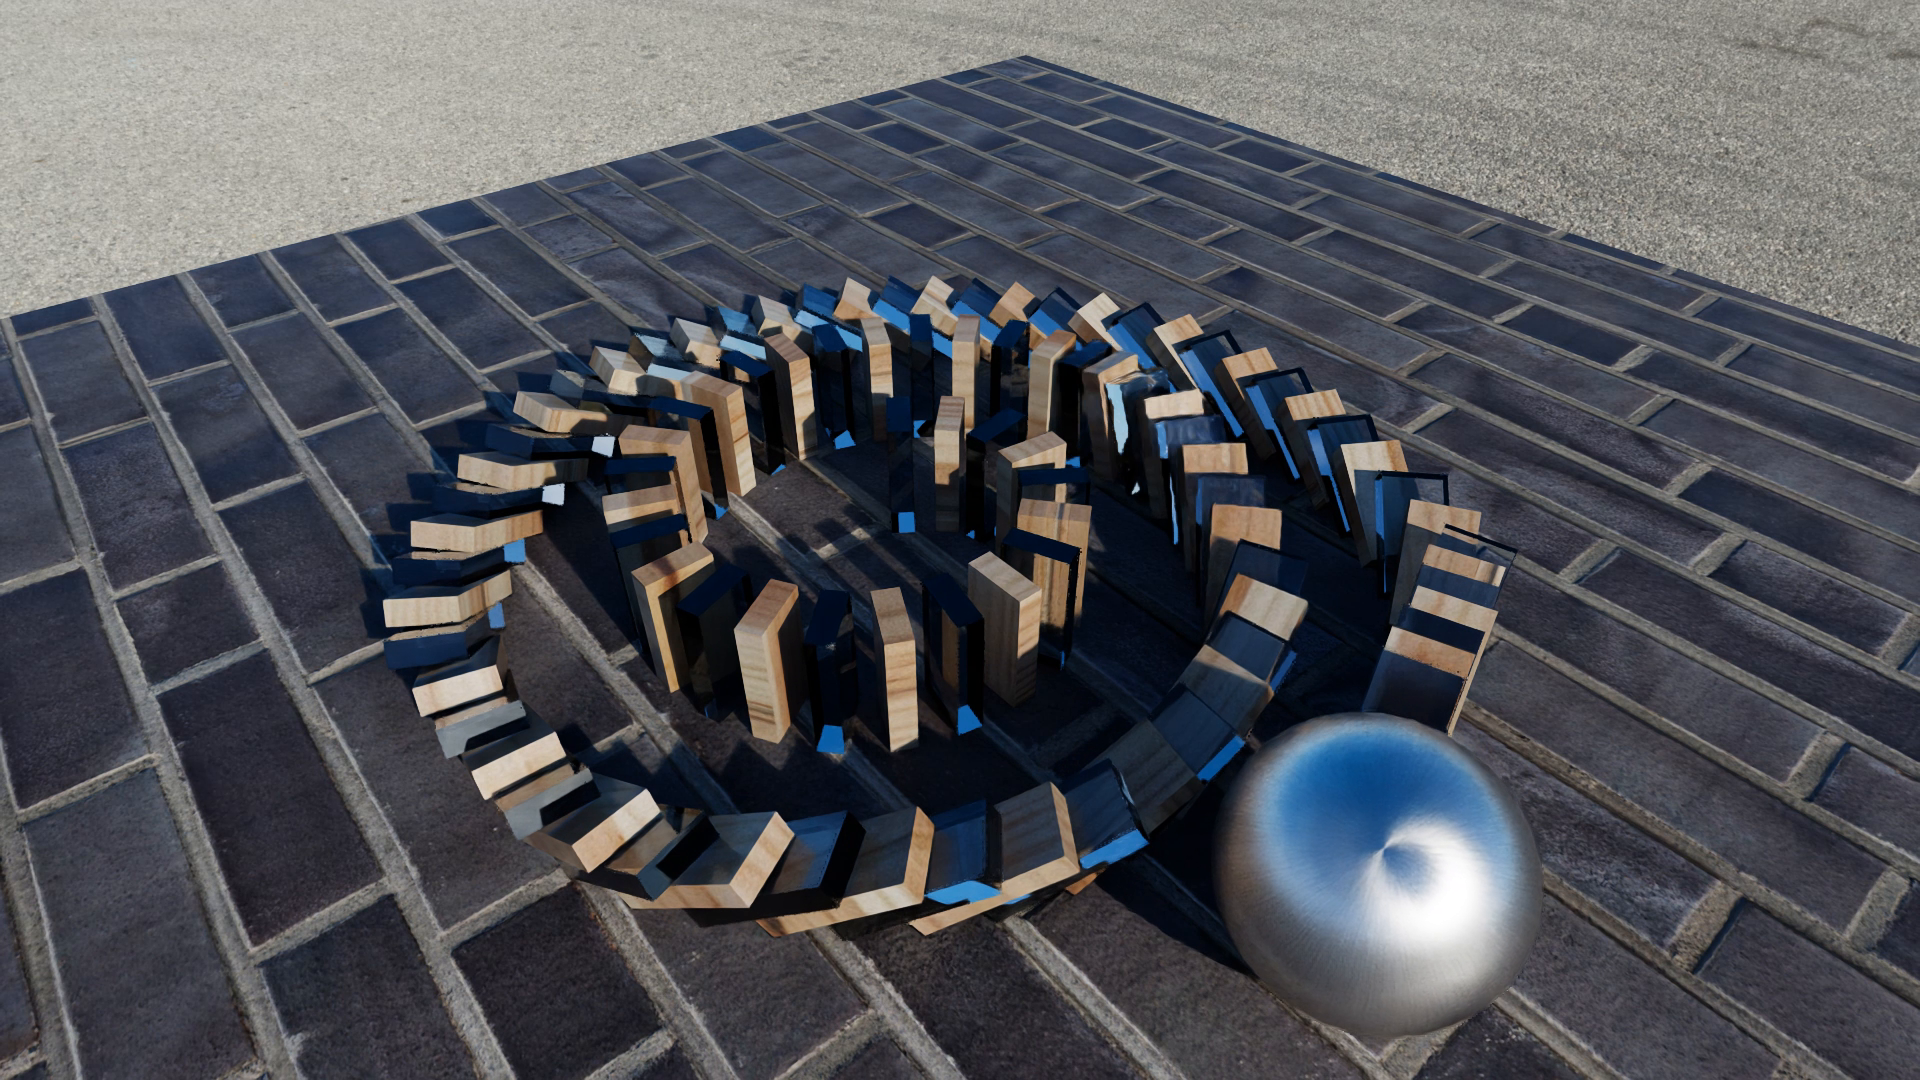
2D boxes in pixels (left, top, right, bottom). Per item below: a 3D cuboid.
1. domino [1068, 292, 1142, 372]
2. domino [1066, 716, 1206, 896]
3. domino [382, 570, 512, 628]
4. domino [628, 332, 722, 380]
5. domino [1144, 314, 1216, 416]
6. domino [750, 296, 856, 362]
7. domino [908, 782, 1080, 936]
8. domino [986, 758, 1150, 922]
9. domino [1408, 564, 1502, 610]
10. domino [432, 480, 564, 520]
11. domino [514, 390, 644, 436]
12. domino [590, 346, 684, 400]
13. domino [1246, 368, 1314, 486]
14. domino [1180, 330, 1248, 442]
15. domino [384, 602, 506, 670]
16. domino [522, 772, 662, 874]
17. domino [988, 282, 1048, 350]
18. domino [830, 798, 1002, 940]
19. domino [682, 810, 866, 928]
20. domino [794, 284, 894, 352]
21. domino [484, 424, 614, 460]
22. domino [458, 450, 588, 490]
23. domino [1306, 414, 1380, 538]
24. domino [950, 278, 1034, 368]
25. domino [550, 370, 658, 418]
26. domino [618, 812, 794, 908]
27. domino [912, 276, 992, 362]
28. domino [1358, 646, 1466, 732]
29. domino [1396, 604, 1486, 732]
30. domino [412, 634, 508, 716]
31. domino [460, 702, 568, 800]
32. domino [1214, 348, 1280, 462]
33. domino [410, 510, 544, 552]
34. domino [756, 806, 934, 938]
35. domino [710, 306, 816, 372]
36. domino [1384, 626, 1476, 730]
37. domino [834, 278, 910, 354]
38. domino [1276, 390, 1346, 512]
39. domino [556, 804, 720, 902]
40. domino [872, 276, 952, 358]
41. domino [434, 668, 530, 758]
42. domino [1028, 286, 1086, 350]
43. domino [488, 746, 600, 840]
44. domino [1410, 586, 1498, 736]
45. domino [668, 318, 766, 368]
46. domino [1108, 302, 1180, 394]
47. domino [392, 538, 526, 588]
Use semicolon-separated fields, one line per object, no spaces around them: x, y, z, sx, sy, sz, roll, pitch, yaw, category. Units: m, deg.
0.080;-0.097;0.543;0.050;0.009;0.025;46;51;4;domino
0.045;0.079;0.328;0.050;0.010;0.025;-40;46;1;domino
-0.185;0.021;0.399;0.025;0.009;0.050;-3;9;-3;domino
-0.131;-0.085;0.528;0.050;0.009;0.025;7;27;-43;domino
0.113;-0.082;0.525;0.025;0.010;0.050;-25;76;-28;domino
-0.079;-0.105;0.553;0.050;0.010;0.025;16;31;-30;domino
0.008;0.091;0.313;0.050;0.009;0.025;-27;38;15;domino
0.027;0.087;0.318;0.050;0.010;0.025;-31;40;11;domino
0.161;0.036;0.371;0.025;0.050;0.010;19;6;23;domino
-0.186;-0.018;0.447;0.025;0.010;0.050;10;10;12;domino
-0.170;-0.056;0.493;0.025;0.010;0.050;27;16;29;domino
-0.146;-0.077;0.519;0.050;0.010;0.025;6;27;-44;domino
0.149;-0.051;0.487;0.025;0.009;0.050;-13;71;-16;domino
0.126;-0.072;0.513;0.025;0.010;0.050;-21;74;-24;domino
-0.179;0.033;0.384;0.025;0.010;0.050;-7;9;-8;domino
-0.111;0.082;0.325;0.050;0.010;0.025;-3;27;49;domino
0.041;-0.107;0.555;0.050;0.009;0.025;37;45;-3;domino
-0.012;0.093;0.311;0.050;0.010;0.025;-23;35;20;domino
-0.053;0.093;0.311;0.050;0.010;0.025;-18;31;28;domino
-0.059;-0.111;0.559;0.050;0.009;0.025;22;33;-23;domino
-0.177;-0.043;0.477;0.025;0.010;0.050;17;12;20;domino
-0.182;-0.030;0.462;0.025;0.010;0.050;13;11;15;domino
0.165;-0.027;0.458;0.025;0.010;0.050;-7;70;-8;domino
0.022;-0.110;0.559;0.050;0.010;0.025;35;43;-5;domino
-0.159;-0.067;0.506;0.025;0.010;0.050;32;18;33;domino
-0.073;0.091;0.313;0.050;0.009;0.025;-14;29;35;domino
0.002;-0.112;0.562;0.050;0.010;0.025;32;40;-9;domino
0.134;0.061;0.340;0.025;0.050;0.010;20;6;23;domino
0.148;0.049;0.356;0.025;0.050;0.010;21;6;23;domino
-0.167;0.045;0.370;0.025;0.010;0.050;-16;12;-19;domino
-0.142;0.065;0.345;0.025;0.010;0.050;-25;16;-27;domino
0.138;-0.062;0.500;0.025;0.010;0.050;-17;72;-20;domino
-0.188;-0.005;0.431;0.025;0.010;0.050;5;10;7;domino
-0.032;0.094;0.310;0.050;0.010;0.025;-21;33;23;domino
-0.097;-0.100;0.546;0.050;0.009;0.025;13;30;-34;domino
0.141;0.055;0.348;0.025;0.050;0.010;20;6;23;domino
-0.039;-0.113;0.563;0.050;0.010;0.025;26;36;-17;domino
0.157;-0.039;0.472;0.025;0.009;0.050;-11;70;-13;domino
-0.094;0.088;0.317;0.050;0.009;0.025;-7;27;45;domino
-0.019;-0.114;0.563;0.050;0.009;0.025;29;38;-12;domino
-0.156;0.055;0.357;0.025;0.009;0.050;-20;13;-23;domino
0.061;-0.102;0.550;0.050;0.010;0.025;41;47;1;domino
-0.129;0.074;0.334;0.025;0.010;0.050;-27;16;-29;domino
0.155;0.043;0.363;0.025;0.050;0.010;20;6;23;domino
-0.114;-0.093;0.538;0.050;0.010;0.025;10;29;-38;domino
0.097;-0.091;0.535;0.025;0.009;0.050;-33;80;-34;domino
-0.188;0.008;0.415;0.025;0.009;0.050;2;9;3;domino
